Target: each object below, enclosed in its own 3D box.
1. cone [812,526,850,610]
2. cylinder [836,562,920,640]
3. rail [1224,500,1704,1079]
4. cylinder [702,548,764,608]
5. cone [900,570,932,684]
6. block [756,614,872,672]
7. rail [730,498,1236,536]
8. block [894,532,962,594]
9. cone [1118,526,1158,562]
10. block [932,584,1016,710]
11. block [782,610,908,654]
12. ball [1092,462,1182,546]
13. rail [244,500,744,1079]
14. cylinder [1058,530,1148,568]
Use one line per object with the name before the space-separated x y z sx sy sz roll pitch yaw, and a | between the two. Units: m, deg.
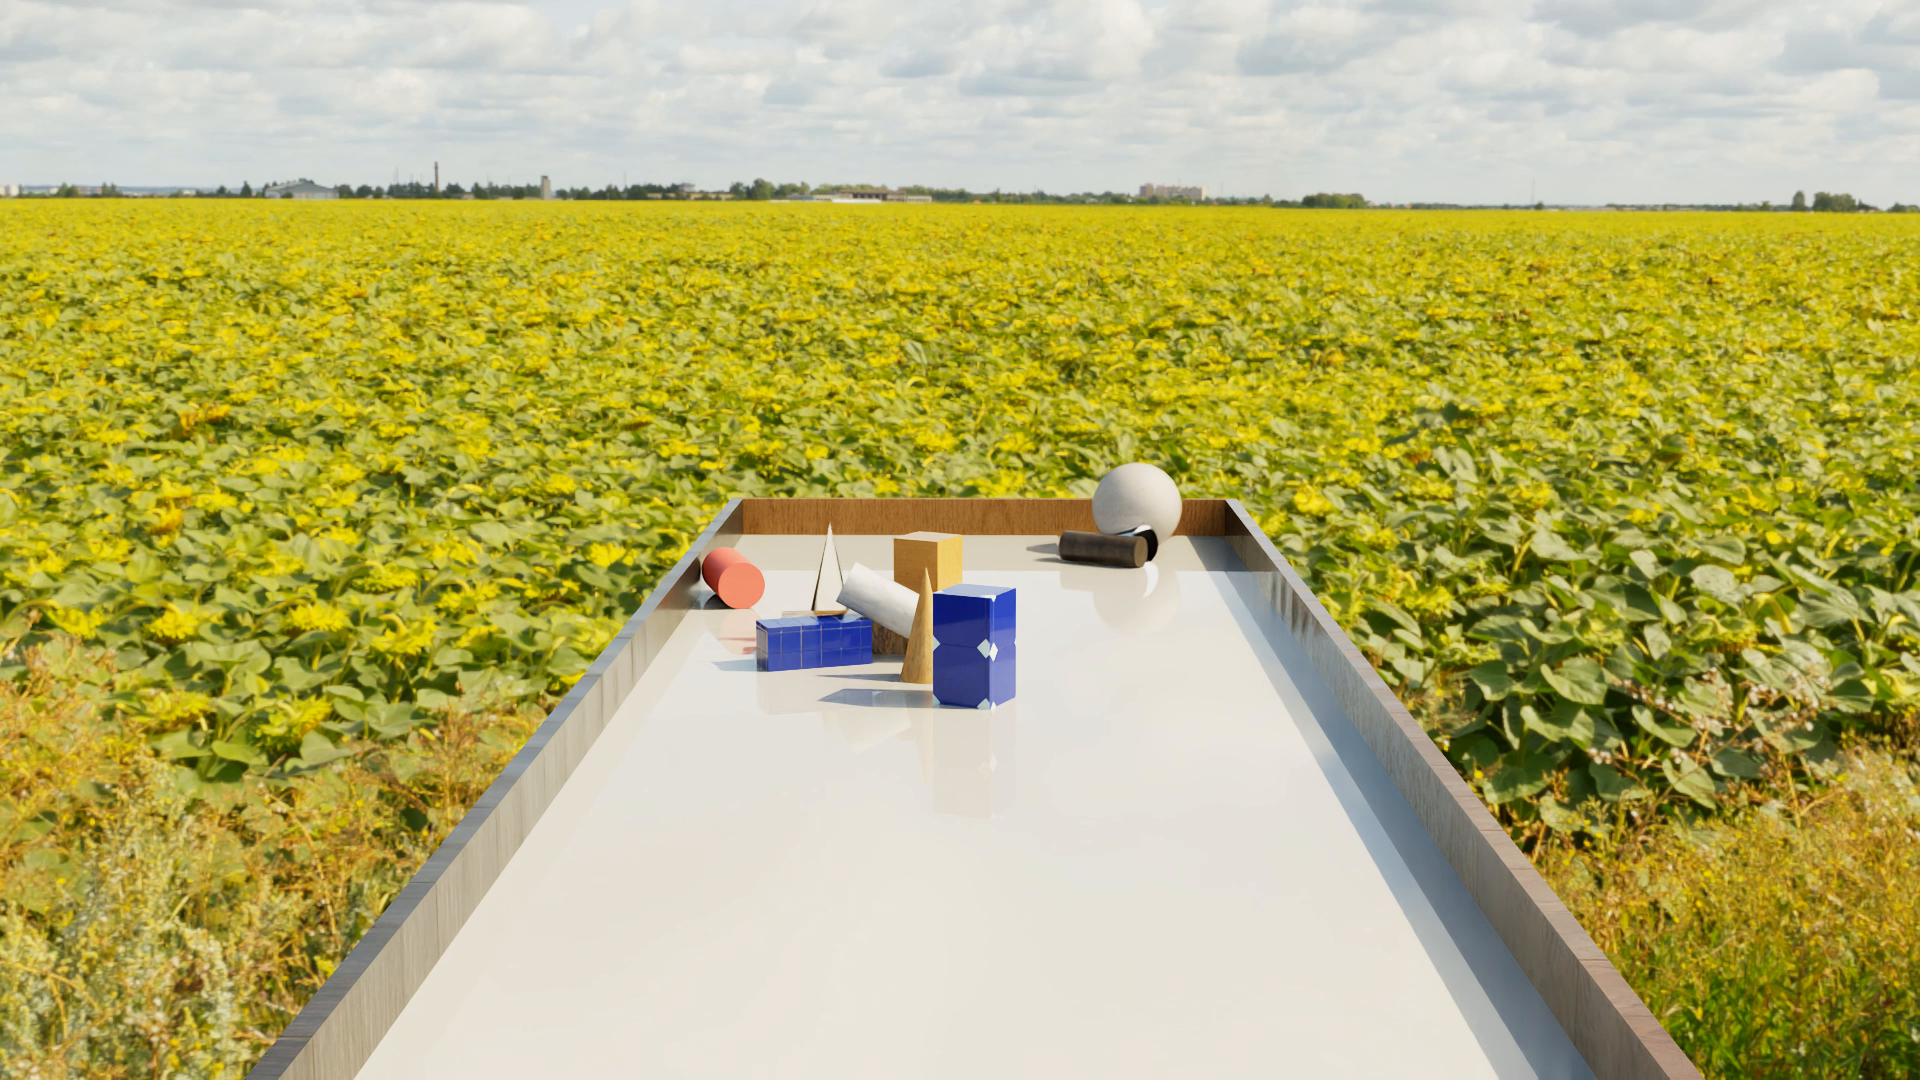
cone | -0.411 0.131 6.961 0.167 0.382 0.167 0 9 0
cylinder | -0.176 0.215 6.695 0.387 0.137 0.137 27 9 -1
rail | 1.046 0.843 3.208 0.050 0.150 12.000 0 9 1
cylinder | -0.793 0.130 7.670 0.161 0.161 0.346 -3 9 -16
cone | -0.099 0.240 6.424 0.155 0.335 0.155 0 9 0
block | -0.441 0.308 6.641 0.324 0.133 0.133 -3 10 -20
rail | 0.099 -0.098 9.147 2.100 0.150 0.050 0 9 1
block | -0.102 0.150 7.020 0.161 0.327 0.161 5 10 28
cone | 0.570 0.024 8.633 0.143 0.143 0.435 -8 3 -41
block | 0.041 0.295 6.146 0.174 0.313 0.174 4 10 25
block | -0.327 0.286 6.830 0.452 0.117 0.117 -1 9 -3
ball | 0.703 -0.132 8.718 0.352 0.352 0.352 0 9 0
rail | -1.004 0.839 3.234 0.050 0.150 12.000 0 9 1
cylinder | 0.548 0.034 8.423 0.323 0.117 0.117 5 10 31
